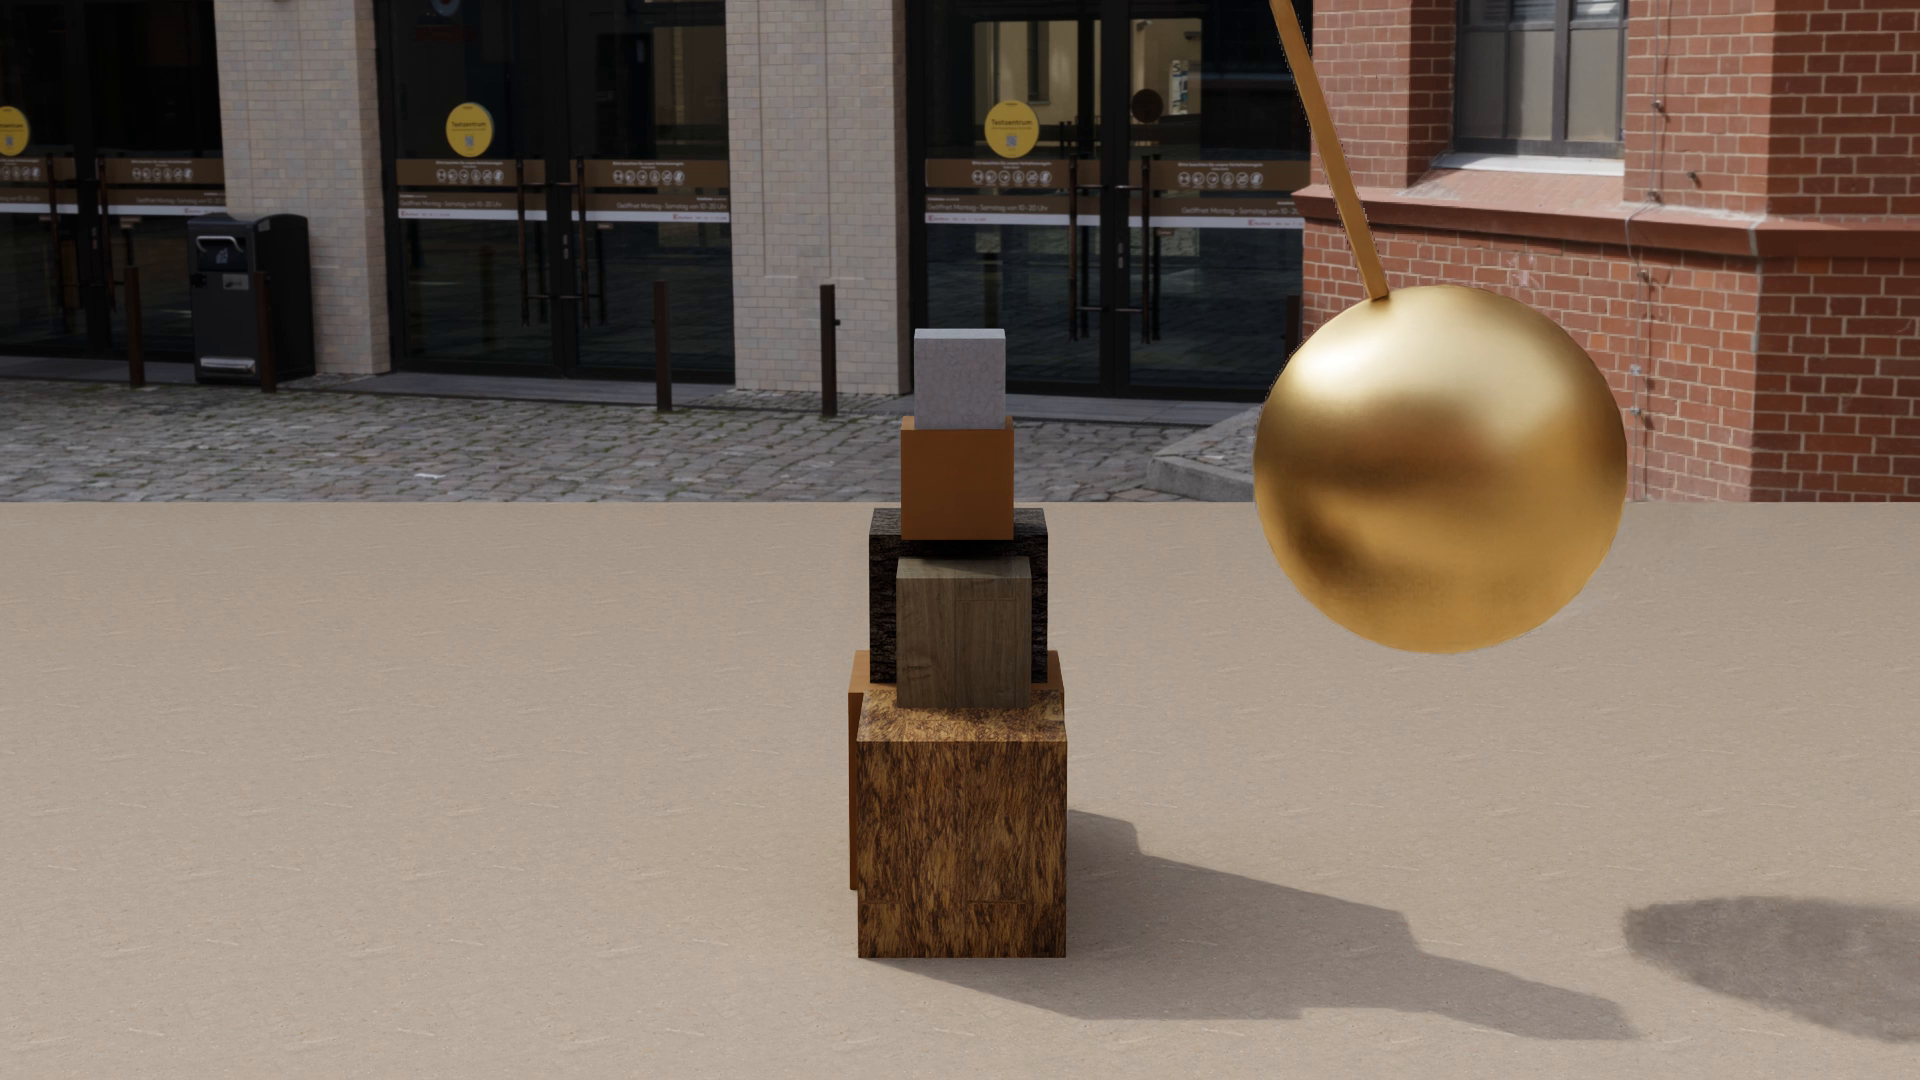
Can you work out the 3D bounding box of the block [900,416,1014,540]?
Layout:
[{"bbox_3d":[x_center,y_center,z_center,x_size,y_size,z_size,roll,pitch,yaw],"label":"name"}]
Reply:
[{"bbox_3d":[-0.011,-0.274,11.131,0.479,0.474,0.444,0,10,0],"label":"block"}]

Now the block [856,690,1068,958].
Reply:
[{"bbox_3d":[0.008,1.162,10.667,0.836,0.898,0.866,0,10,0],"label":"block"}]

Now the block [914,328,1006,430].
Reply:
[{"bbox_3d":[-0.001,-0.697,11.054,0.386,0.386,0.409,0,10,0],"label":"block"}]

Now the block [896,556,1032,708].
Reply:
[{"bbox_3d":[0.016,0.385,10.892,0.560,0.550,0.491,0,10,0],"label":"block"}]

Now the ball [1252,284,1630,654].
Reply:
[{"bbox_3d":[2.074,-0.306,11.125,1.600,1.600,1.600,0,10,0],"label":"ball"}]

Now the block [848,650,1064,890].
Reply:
[{"bbox_3d":[-0.016,1.016,11.510,0.931,0.883,0.824,0,10,0],"label":"block"}]

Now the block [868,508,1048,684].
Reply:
[{"bbox_3d":[-0.006,0.238,11.478,0.774,0.658,0.694,0,10,0],"label":"block"}]

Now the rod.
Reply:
[{"bbox_3d":[0.899,-3.445,10.554,0.080,5.200,0.080,-20,10,4],"label":"rod"}]
